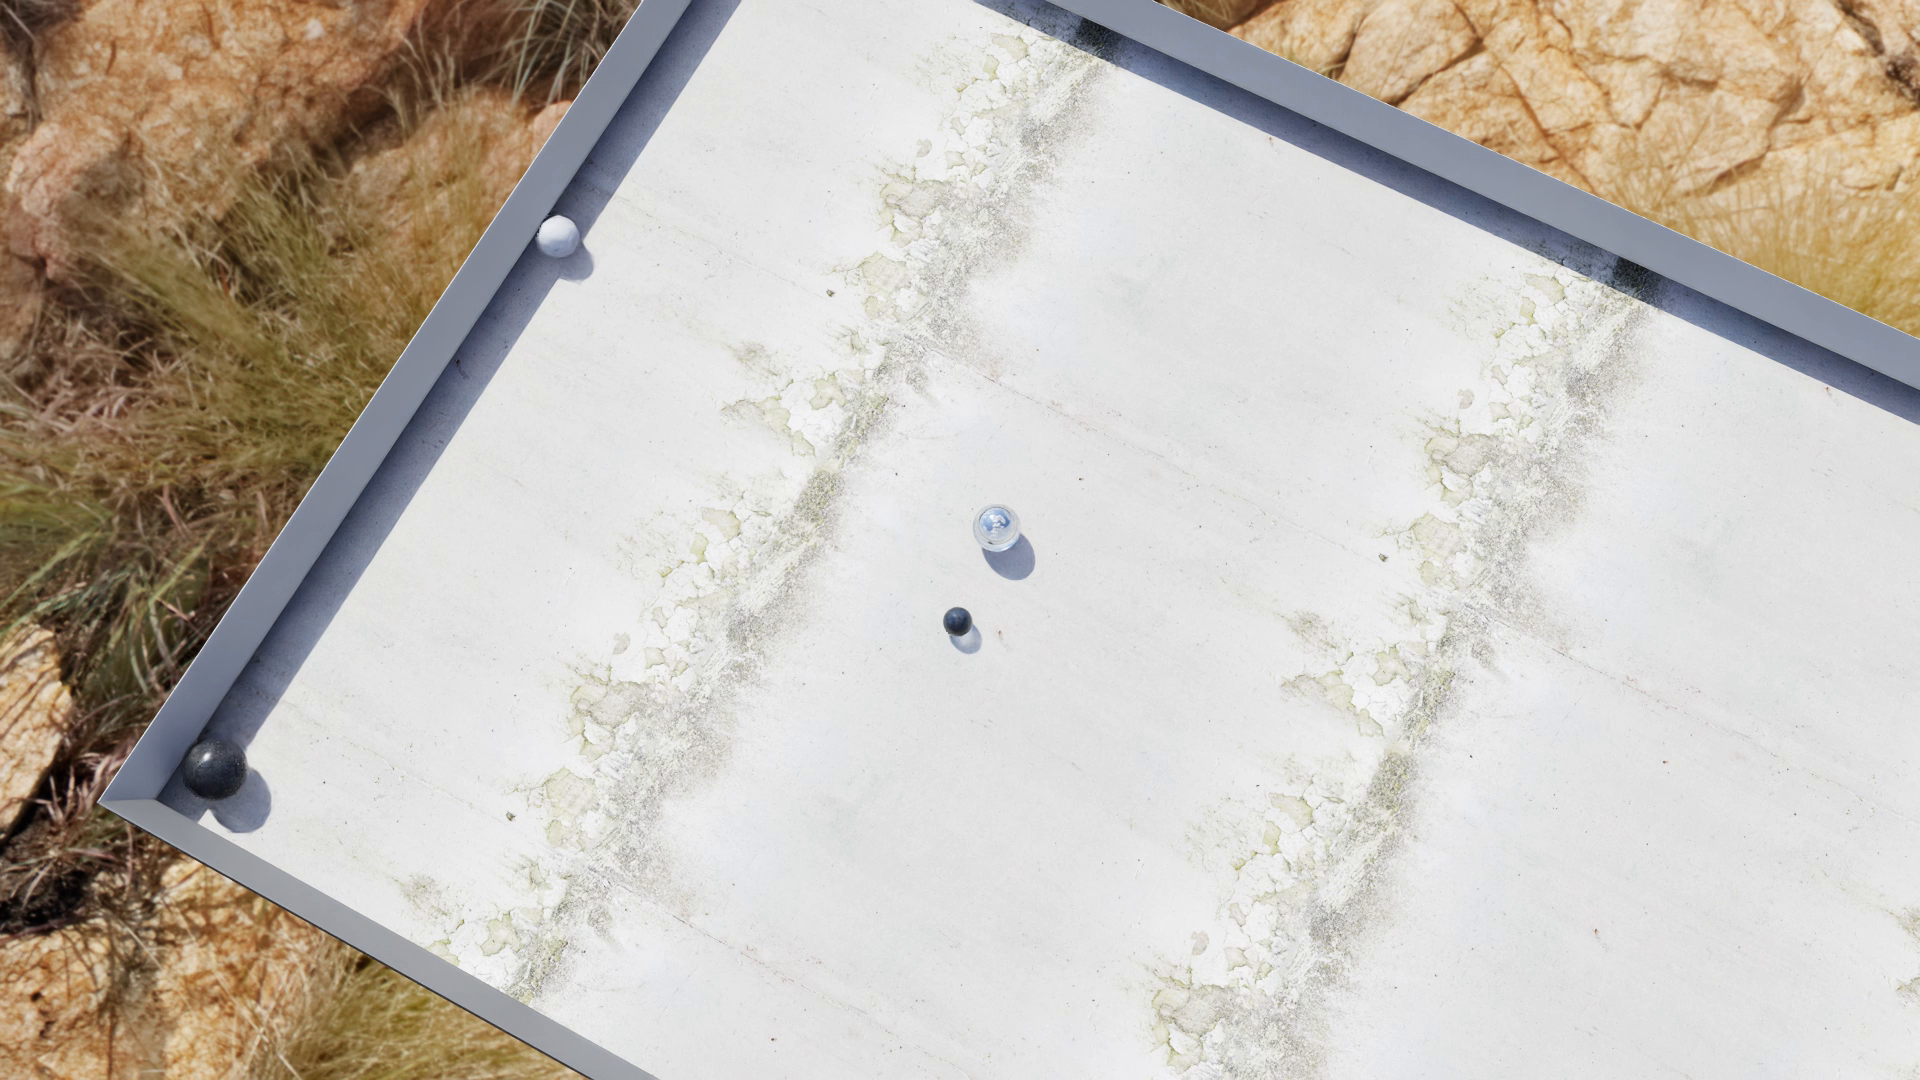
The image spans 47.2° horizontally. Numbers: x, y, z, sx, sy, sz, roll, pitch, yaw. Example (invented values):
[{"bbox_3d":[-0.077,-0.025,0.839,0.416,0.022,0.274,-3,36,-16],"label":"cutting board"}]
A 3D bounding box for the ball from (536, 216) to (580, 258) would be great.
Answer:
[{"bbox_3d":[-0.666,-0.502,3.641,0.069,0.069,0.069,0,69,0],"label":"ball"}]

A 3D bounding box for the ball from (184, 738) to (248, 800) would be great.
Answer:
[{"bbox_3d":[-1.120,0.345,3.313,0.092,0.092,0.092,0,69,0],"label":"ball"}]

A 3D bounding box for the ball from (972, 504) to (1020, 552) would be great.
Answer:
[{"bbox_3d":[0.057,-0.019,3.457,0.077,0.077,0.077,0,69,0],"label":"ball"}]

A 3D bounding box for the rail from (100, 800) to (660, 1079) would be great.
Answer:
[{"bbox_3d":[0.359,1.182,2.983,3.645,0.119,0.045,26,72,9],"label":"rail"}]

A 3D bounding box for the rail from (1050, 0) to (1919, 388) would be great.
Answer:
[{"bbox_3d":[1.253,-0.405,3.578,3.645,0.119,0.045,26,72,9],"label":"rail"}]

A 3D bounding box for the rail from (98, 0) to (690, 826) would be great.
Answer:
[{"bbox_3d":[-0.785,-0.398,3.575,0.045,0.119,1.964,26,72,9],"label":"rail"}]

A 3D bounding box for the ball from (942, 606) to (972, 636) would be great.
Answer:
[{"bbox_3d":[-0.004,0.127,3.418,0.047,0.047,0.047,0,69,0],"label":"ball"}]
